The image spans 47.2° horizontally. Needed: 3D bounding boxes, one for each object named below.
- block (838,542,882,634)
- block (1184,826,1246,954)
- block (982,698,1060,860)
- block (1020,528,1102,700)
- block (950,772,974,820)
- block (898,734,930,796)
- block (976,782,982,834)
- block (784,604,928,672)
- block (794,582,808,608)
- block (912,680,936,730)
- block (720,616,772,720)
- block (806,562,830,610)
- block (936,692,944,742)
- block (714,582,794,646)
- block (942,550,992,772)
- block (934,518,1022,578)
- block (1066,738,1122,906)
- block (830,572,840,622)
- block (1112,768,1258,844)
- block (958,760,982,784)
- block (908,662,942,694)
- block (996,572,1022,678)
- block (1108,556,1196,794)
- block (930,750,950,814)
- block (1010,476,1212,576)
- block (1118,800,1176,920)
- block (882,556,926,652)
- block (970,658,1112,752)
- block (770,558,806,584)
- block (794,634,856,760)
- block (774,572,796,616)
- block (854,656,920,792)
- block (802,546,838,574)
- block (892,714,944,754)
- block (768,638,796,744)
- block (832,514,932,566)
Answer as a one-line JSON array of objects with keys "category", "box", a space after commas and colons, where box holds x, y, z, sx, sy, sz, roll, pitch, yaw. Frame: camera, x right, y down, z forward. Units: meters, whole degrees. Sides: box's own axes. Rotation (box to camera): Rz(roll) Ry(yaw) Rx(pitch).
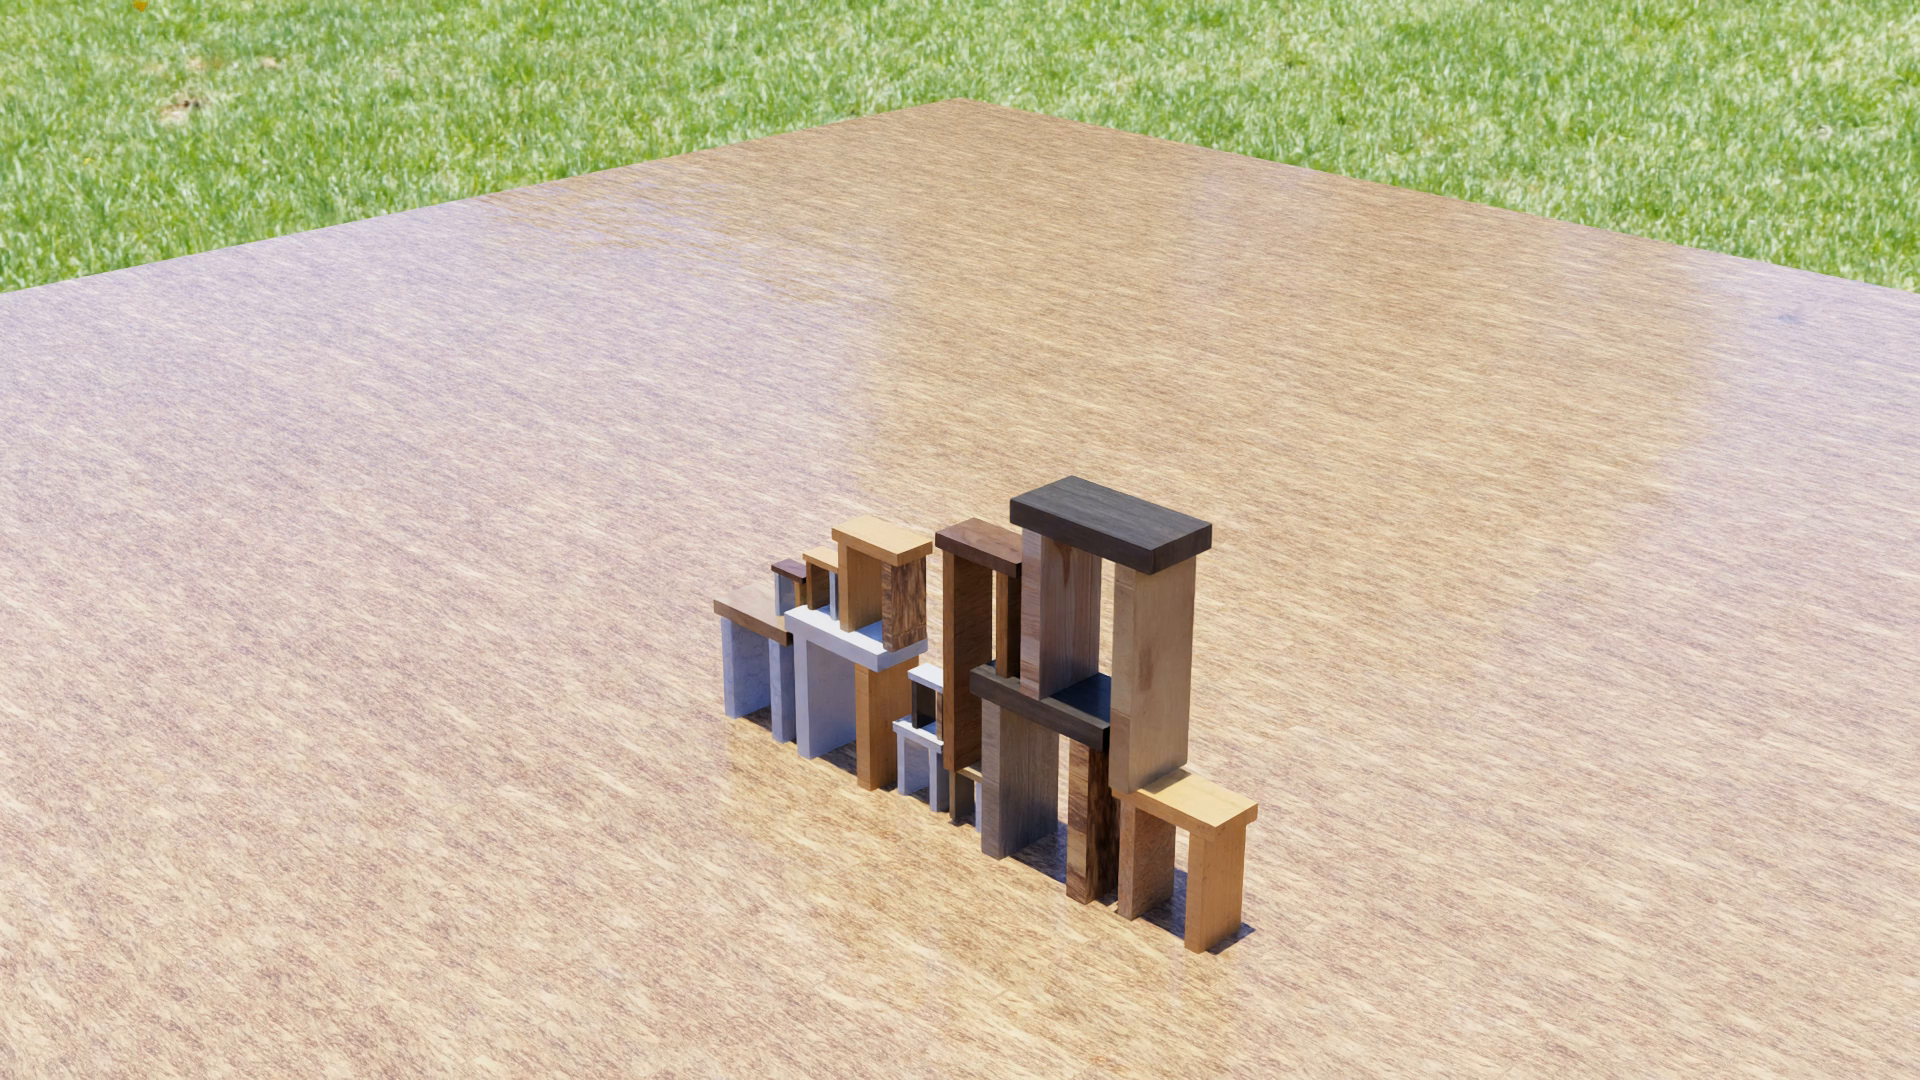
[{"category": "block", "box": [-0.202, 0.084, 4.486, 0.027, 0.194, 0.097, 21, 31, 41]}, {"category": "block", "box": [0.463, 0.620, 3.991, 0.034, 0.242, 0.121, 21, 31, 41]}, {"category": "block", "box": [0.118, 0.440, 4.290, 0.048, 0.338, 0.169, 21, 31, 41]}, {"category": "block", "box": [0.188, 0.115, 4.073, 0.167, 0.334, 0.047, -21, 31, -41]}, {"category": "block", "box": [0.004, 0.503, 4.431, 0.016, 0.112, 0.056, 21, 31, 41]}, {"category": "block", "box": [-0.096, 0.451, 4.518, 0.020, 0.141, 0.071, 21, 31, 41]}, {"category": "block", "box": [0.057, 0.524, 4.382, 0.016, 0.112, 0.056, 21, 31, 41]}, {"category": "block", "box": [-0.216, 0.189, 4.538, 0.283, 0.040, 0.142, 21, 31, 41]}, {"category": "block", "box": [-0.323, 0.127, 4.631, 0.014, 0.100, 0.050, 21, 31, 41]}, {"category": "block", "box": [-0.073, 0.324, 4.445, 0.015, 0.108, 0.054, 21, 31, 41]}, {"category": "block", "box": [-0.464, 0.263, 4.833, 0.034, 0.240, 0.120, 21, 31, 41]}, {"category": "block", "box": [-0.294, 0.088, 4.585, 0.015, 0.109, 0.054, 21, 31, 41]}, {"category": "block", "box": [-0.022, 0.344, 4.399, 0.015, 0.108, 0.054, 21, 31, 41]}, {"category": "block", "box": [-0.407, 0.159, 4.728, 0.240, 0.034, 0.120, 21, 31, 41]}, {"category": "block", "box": [0.015, 0.225, 4.299, 0.030, 0.471, 0.107, 21, 31, 41]}, {"category": "block", "box": [0.065, 0.014, 4.154, 0.213, 0.030, 0.107, 21, 31, 41]}, {"category": "block", "box": [0.278, 0.502, 4.143, 0.048, 0.338, 0.169, 21, 31, 41]}, {"category": "block", "box": [-0.243, 0.108, 4.538, 0.015, 0.109, 0.054, 21, 31, 41]}, {"category": "block", "box": [0.406, 0.470, 3.989, 0.121, 0.034, 0.242, -21, 31, -41]}, {"category": "block", "box": [0.030, 0.454, 4.382, 0.113, 0.016, 0.056, 21, 31, 41]}, {"category": "block", "box": [-0.048, 0.277, 4.398, 0.108, 0.015, 0.054, 21, 31, 41]}, {"category": "block", "box": [0.116, 0.145, 4.156, 0.030, 0.213, 0.107, 21, 31, 41]}, {"category": "block", "box": [0.345, 0.227, 3.950, 0.167, 0.444, 0.047, -21, 31, -41]}, {"category": "block", "box": [-0.029, 0.477, 4.457, 0.020, 0.141, 0.071, 21, 31, 41]}, {"category": "block", "box": [0.267, -0.030, 3.927, 0.334, 0.047, 0.167, 21, 31, 41]}, {"category": "block", "box": [0.349, 0.575, 4.096, 0.034, 0.242, 0.121, 21, 31, 41]}, {"category": "block", "box": [-0.111, 0.120, 4.402, 0.097, 0.194, 0.027, -21, 31, -41]}, {"category": "block", "box": [0.198, 0.293, 4.141, 0.338, 0.048, 0.169, 21, 31, 41]}, {"category": "block", "box": [-0.346, 0.065, 4.631, 0.100, 0.014, 0.050, 21, 31, 41]}, {"category": "block", "box": [-0.282, 0.312, 4.663, 0.040, 0.283, 0.142, 21, 31, 41]}, {"category": "block", "box": [-0.370, 0.109, 4.675, 0.014, 0.100, 0.050, 21, 31, 41]}, {"category": "block", "box": [-0.149, 0.364, 4.540, 0.040, 0.283, 0.142, 21, 31, 41]}, {"category": "block", "box": [-0.269, 0.041, 4.537, 0.109, 0.015, 0.054, 21, 31, 41]}, {"category": "block", "box": [-0.063, 0.389, 4.456, 0.141, 0.020, 0.071, 21, 31, 41]}, {"category": "block", "box": [-0.350, 0.307, 4.729, 0.034, 0.240, 0.120, 21, 31, 41]}, {"category": "block", "box": [-0.157, 0.000, 4.401, 0.097, 0.027, 0.194, -21, 31, -40]}]
